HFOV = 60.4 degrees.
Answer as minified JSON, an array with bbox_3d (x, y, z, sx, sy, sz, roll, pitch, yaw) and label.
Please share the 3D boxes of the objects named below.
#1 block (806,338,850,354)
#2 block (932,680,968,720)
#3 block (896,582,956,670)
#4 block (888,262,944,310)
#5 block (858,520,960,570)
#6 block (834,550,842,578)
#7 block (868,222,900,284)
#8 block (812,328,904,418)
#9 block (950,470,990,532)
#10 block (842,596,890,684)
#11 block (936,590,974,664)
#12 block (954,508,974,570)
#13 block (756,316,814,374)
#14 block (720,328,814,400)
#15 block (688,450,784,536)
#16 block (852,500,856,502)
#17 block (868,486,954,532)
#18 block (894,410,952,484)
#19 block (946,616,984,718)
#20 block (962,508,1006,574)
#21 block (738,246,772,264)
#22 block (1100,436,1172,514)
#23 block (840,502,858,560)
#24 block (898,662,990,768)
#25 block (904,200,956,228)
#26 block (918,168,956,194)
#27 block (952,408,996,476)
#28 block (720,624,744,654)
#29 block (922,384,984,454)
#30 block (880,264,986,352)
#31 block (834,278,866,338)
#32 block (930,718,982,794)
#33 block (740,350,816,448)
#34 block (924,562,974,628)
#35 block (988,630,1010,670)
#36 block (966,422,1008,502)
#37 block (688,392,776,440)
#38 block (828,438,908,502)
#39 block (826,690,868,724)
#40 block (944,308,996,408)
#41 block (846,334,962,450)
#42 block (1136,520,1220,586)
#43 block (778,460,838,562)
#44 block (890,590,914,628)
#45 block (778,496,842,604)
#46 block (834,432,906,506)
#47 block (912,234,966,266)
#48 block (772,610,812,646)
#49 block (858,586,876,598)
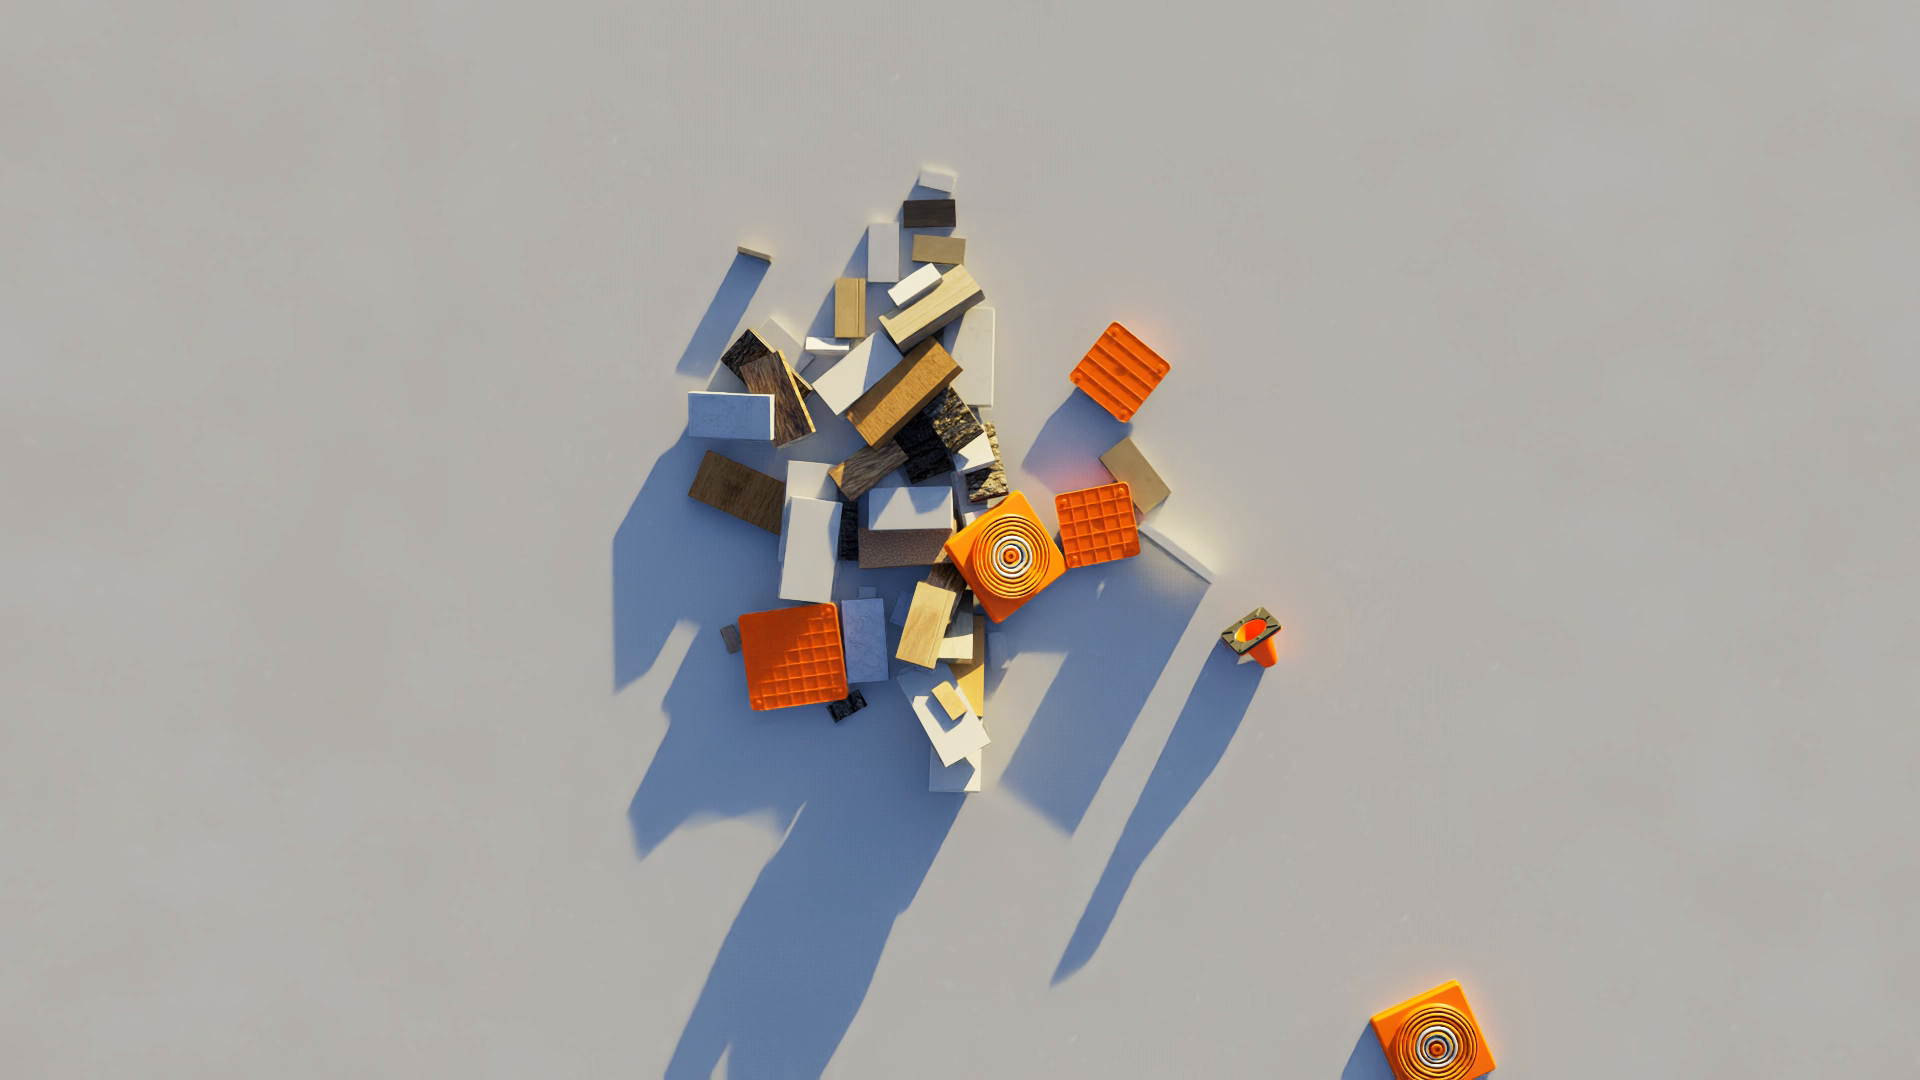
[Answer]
[{"bbox_3d":[-0.439,-0.646,5.476,0.141,0.016,0.056,1,49,0],"label":"block"},{"bbox_3d":[-0.033,0.518,5.337,0.059,0.017,0.119,-35,80,-7],"label":"block"},{"bbox_3d":[-0.111,0.277,5.328,0.129,0.036,0.257,17,77,-2],"label":"block"},{"bbox_3d":[-0.148,-0.842,5.464,0.173,0.024,0.086,-33,52,0],"label":"block"},{"bbox_3d":[-0.169,0.016,5.436,0.332,0.039,0.137,-4,81,12],"label":"block"},{"bbox_3d":[-0.410,0.078,5.476,0.013,0.046,0.092,-4,90,19],"label":"block"},{"bbox_3d":[-0.254,-0.956,5.486,0.099,0.028,0.198,1,90,0],"label":"block"},{"bbox_3d":[-0.332,-0.549,5.456,0.291,0.041,0.145,-40,70,0],"label":"block"},{"bbox_3d":[0.038,-0.133,5.455,0.100,0.028,0.201,-8,80,-19],"label":"block"},{"bbox_3d":[-0.313,0.331,5.469,0.137,0.039,0.275,-4,94,1],"label":"block"},{"bbox_3d":[-0.022,0.281,5.412,0.129,0.036,0.257,2,58,0],"label":"block"},{"bbox_3d":[0.031,-0.009,5.455,0.100,0.028,0.201,-13,81,-19],"label":"block"},{"bbox_3d":[-0.590,-0.638,5.486,0.198,0.028,0.099,43,90,0],"label":"block"},{"bbox_3d":[-0.640,-0.549,5.462,0.288,0.041,0.144,45,104,0],"label":"block"},{"bbox_3d":[-0.714,-0.156,5.476,0.336,0.047,0.167,24,90,0],"label":"block"},{"bbox_3d":[-0.370,-0.162,5.477,0.013,0.046,0.092,-27,90,-3],"label":"block"},{"bbox_3d":[-0.160,-0.102,5.405,0.275,0.039,0.137,-1,82,11],"label":"block"},{"bbox_3d":[-0.156,-0.377,5.479,0.145,0.041,0.355,-21,90,0],"label":"block"},{"bbox_3d":[-0.005,0.415,5.441,0.166,0.047,0.331,1,77,0],"label":"block"},{"bbox_3d":[0.079,0.002,5.417,0.100,0.028,0.201,-14,95,-19],"label":"block"},{"bbox_3d":[-0.681,-0.947,5.472,0.113,0.056,0.016,16,90,0],"label":"block"},{"bbox_3d":[0.582,-0.215,5.483,0.119,0.034,0.239,-38,90,0],"label":"block"},{"bbox_3d":[-0.367,-0.028,5.468,0.056,0.016,0.197,1,104,0],"label":"block"},{"bbox_3d":[-0.053,0.554,5.362,0.166,0.047,0.331,-28,79,-6],"label":"block"},{"bbox_3d":[-0.101,-1.086,5.488,0.173,0.024,0.086,-2,90,0],"label":"block"},{"bbox_3d":[-0.076,-1.196,5.492,0.113,0.016,0.056,13,90,0],"label":"block"},{"bbox_3d":[0.020,-0.347,5.434,0.127,0.036,0.254,-17,67,0],"label":"block"},{"bbox_3d":[-0.762,0.330,5.493,0.046,0.013,0.092,-23,90,0],"label":"block"},{"bbox_3d":[-0.043,-0.419,5.389,0.127,0.036,0.254,-37,75,8],"label":"block"},{"bbox_3d":[-0.092,-0.763,5.428,0.326,0.046,0.163,-33,47,0],"label":"block"},{"bbox_3d":[-0.364,-0.769,5.479,0.099,0.028,0.198,0,86,0],"label":"block"},{"bbox_3d":[-0.012,0.661,5.428,0.166,0.047,0.331,2,73,0],"label":"block"},{"bbox_3d":[-0.600,-0.464,5.429,0.144,0.041,0.288,-21,96,13],"label":"block"},{"bbox_3d":[-0.046,0.146,5.428,0.129,0.036,0.257,25,64,0],"label":"block"},{"bbox_3d":[0.129,0.366,5.491,0.061,0.017,0.122,-6,90,0],"label":"block"},{"bbox_3d":[0.073,-0.258,5.440,0.127,0.036,0.254,-12,70,0],"label":"block"},{"bbox_3d":[-0.752,-0.410,5.431,0.288,0.041,0.144,4,103,14],"label":"block"},{"bbox_3d":[-0.301,-0.243,5.424,0.238,0.034,0.119,-37,90,-8],"label":"block"},{"bbox_3d":[-0.377,0.554,5.491,0.122,0.017,0.061,-29,90,0],"label":"block"},{"bbox_3d":[0.029,-0.602,5.447,0.163,0.046,0.326,1,83,7],"label":"block"},{"bbox_3d":[-0.185,-0.483,5.394,0.386,0.046,0.163,-43,62,5],"label":"block"},{"bbox_3d":[0.717,0.043,5.440,0.305,0.119,0.034,37,90,0],"label":"block"},{"bbox_3d":[-0.501,-0.089,5.443,0.167,0.047,0.333,4,95,-15],"label":"block"},{"bbox_3d":[-0.188,0.229,5.492,0.056,0.016,0.113,22,90,0],"label":"block"},{"bbox_3d":[-0.491,0.032,5.409,0.167,0.047,0.333,7,94,-15],"label":"block"},{"bbox_3d":[-0.285,-0.215,5.479,0.145,0.041,0.291,-31,90,0],"label":"block"},{"bbox_3d":[-0.070,-0.965,5.488,0.173,0.024,0.086,5,90,0],"label":"block"},{"bbox_3d":[-0.561,0.292,5.491,0.122,0.017,0.061,37,90,0],"label":"block"},{"bbox_3d":[-0.310,0.213,5.492,0.056,0.016,0.112,3,90,0],"label":"block"}]
